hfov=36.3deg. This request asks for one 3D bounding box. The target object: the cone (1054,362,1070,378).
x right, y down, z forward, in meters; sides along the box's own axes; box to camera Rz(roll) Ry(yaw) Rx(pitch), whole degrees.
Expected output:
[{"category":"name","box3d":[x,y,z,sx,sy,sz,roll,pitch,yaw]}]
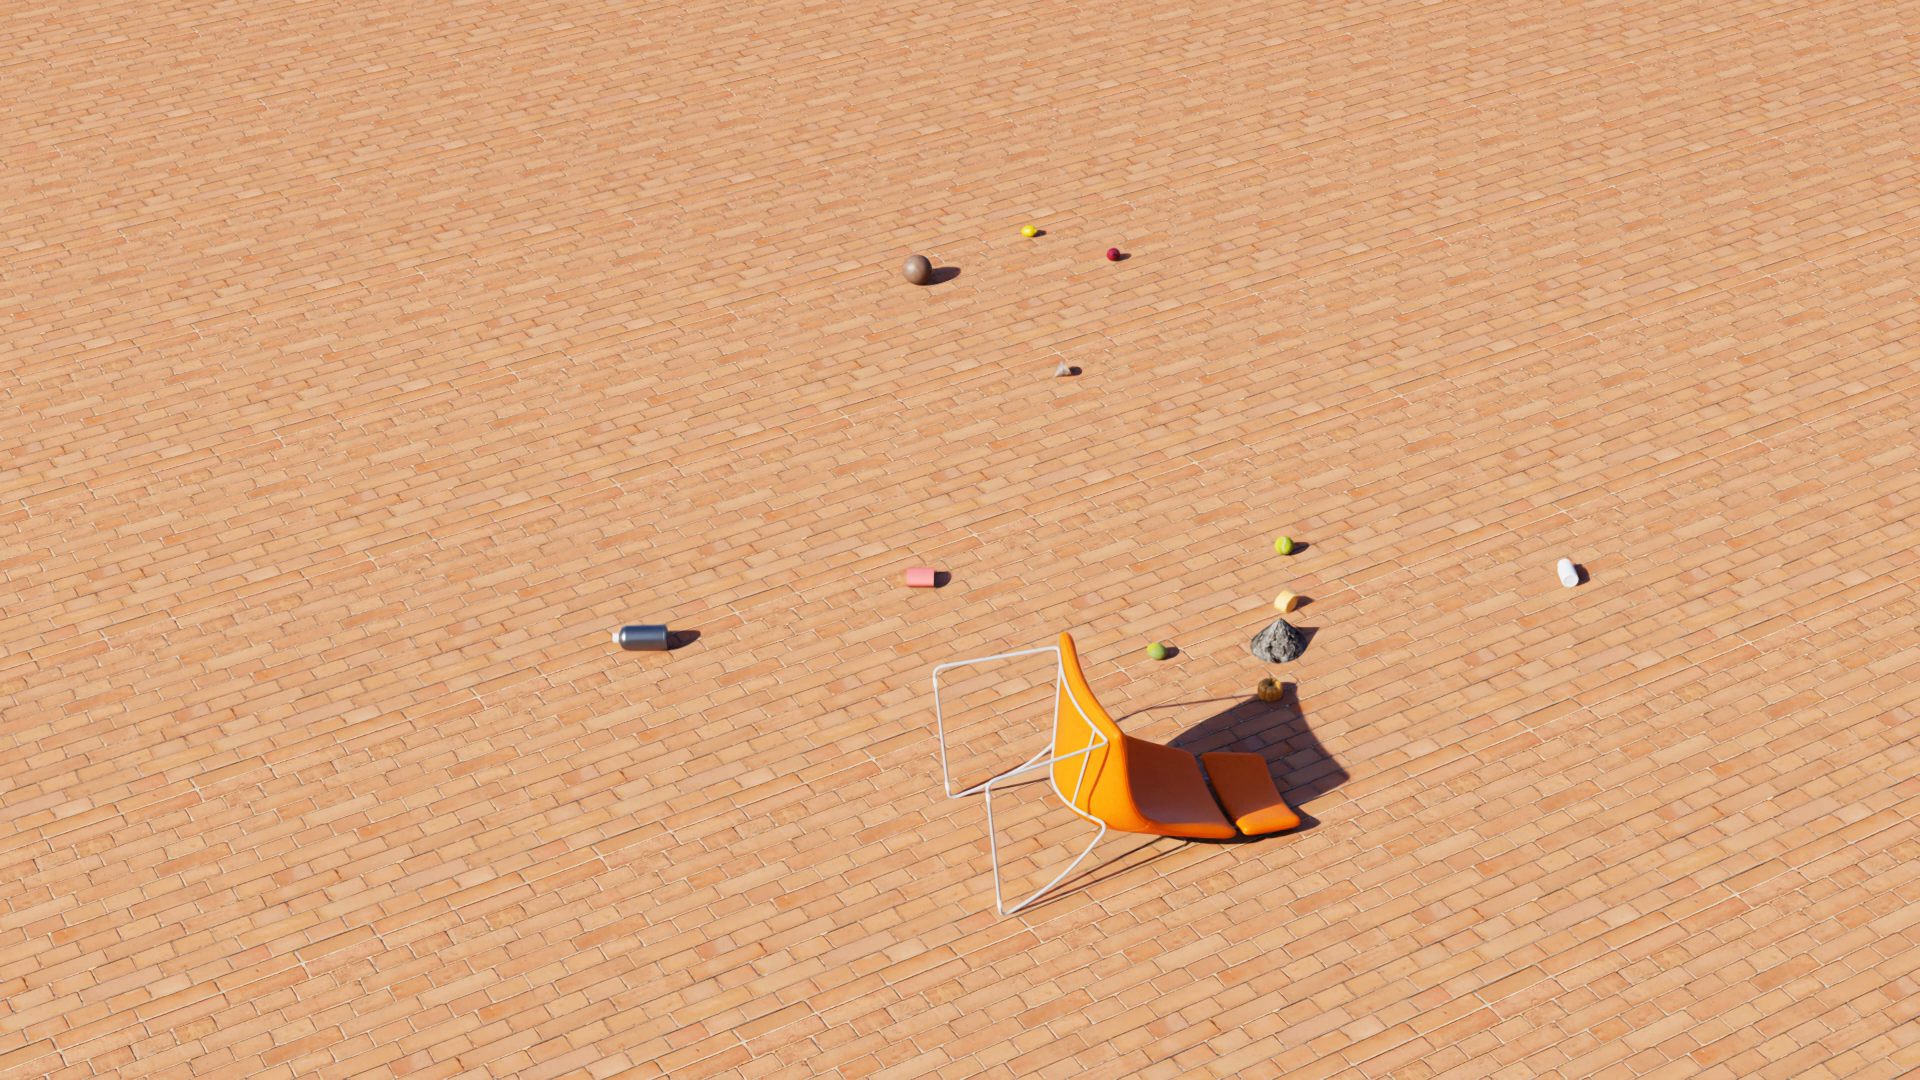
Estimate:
[{"category":"cone","box3d":[0.406,-0.682,11.953,0.065,0.066,0.076,-37,35,-2]}]

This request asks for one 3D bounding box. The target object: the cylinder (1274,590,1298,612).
[{"category":"cylinder","box3d":[1.175,0.221,10.551,0.050,0.060,0.074,29,70,36]}]

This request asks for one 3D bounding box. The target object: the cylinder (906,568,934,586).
[{"category":"cylinder","box3d":[-0.145,0.136,10.692,0.097,0.051,0.099,0,30,1]}]

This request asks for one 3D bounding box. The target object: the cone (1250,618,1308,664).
[{"category":"cone","box3d":[1.128,0.321,10.347,0.194,0.121,0.232,17,37,24]}]
